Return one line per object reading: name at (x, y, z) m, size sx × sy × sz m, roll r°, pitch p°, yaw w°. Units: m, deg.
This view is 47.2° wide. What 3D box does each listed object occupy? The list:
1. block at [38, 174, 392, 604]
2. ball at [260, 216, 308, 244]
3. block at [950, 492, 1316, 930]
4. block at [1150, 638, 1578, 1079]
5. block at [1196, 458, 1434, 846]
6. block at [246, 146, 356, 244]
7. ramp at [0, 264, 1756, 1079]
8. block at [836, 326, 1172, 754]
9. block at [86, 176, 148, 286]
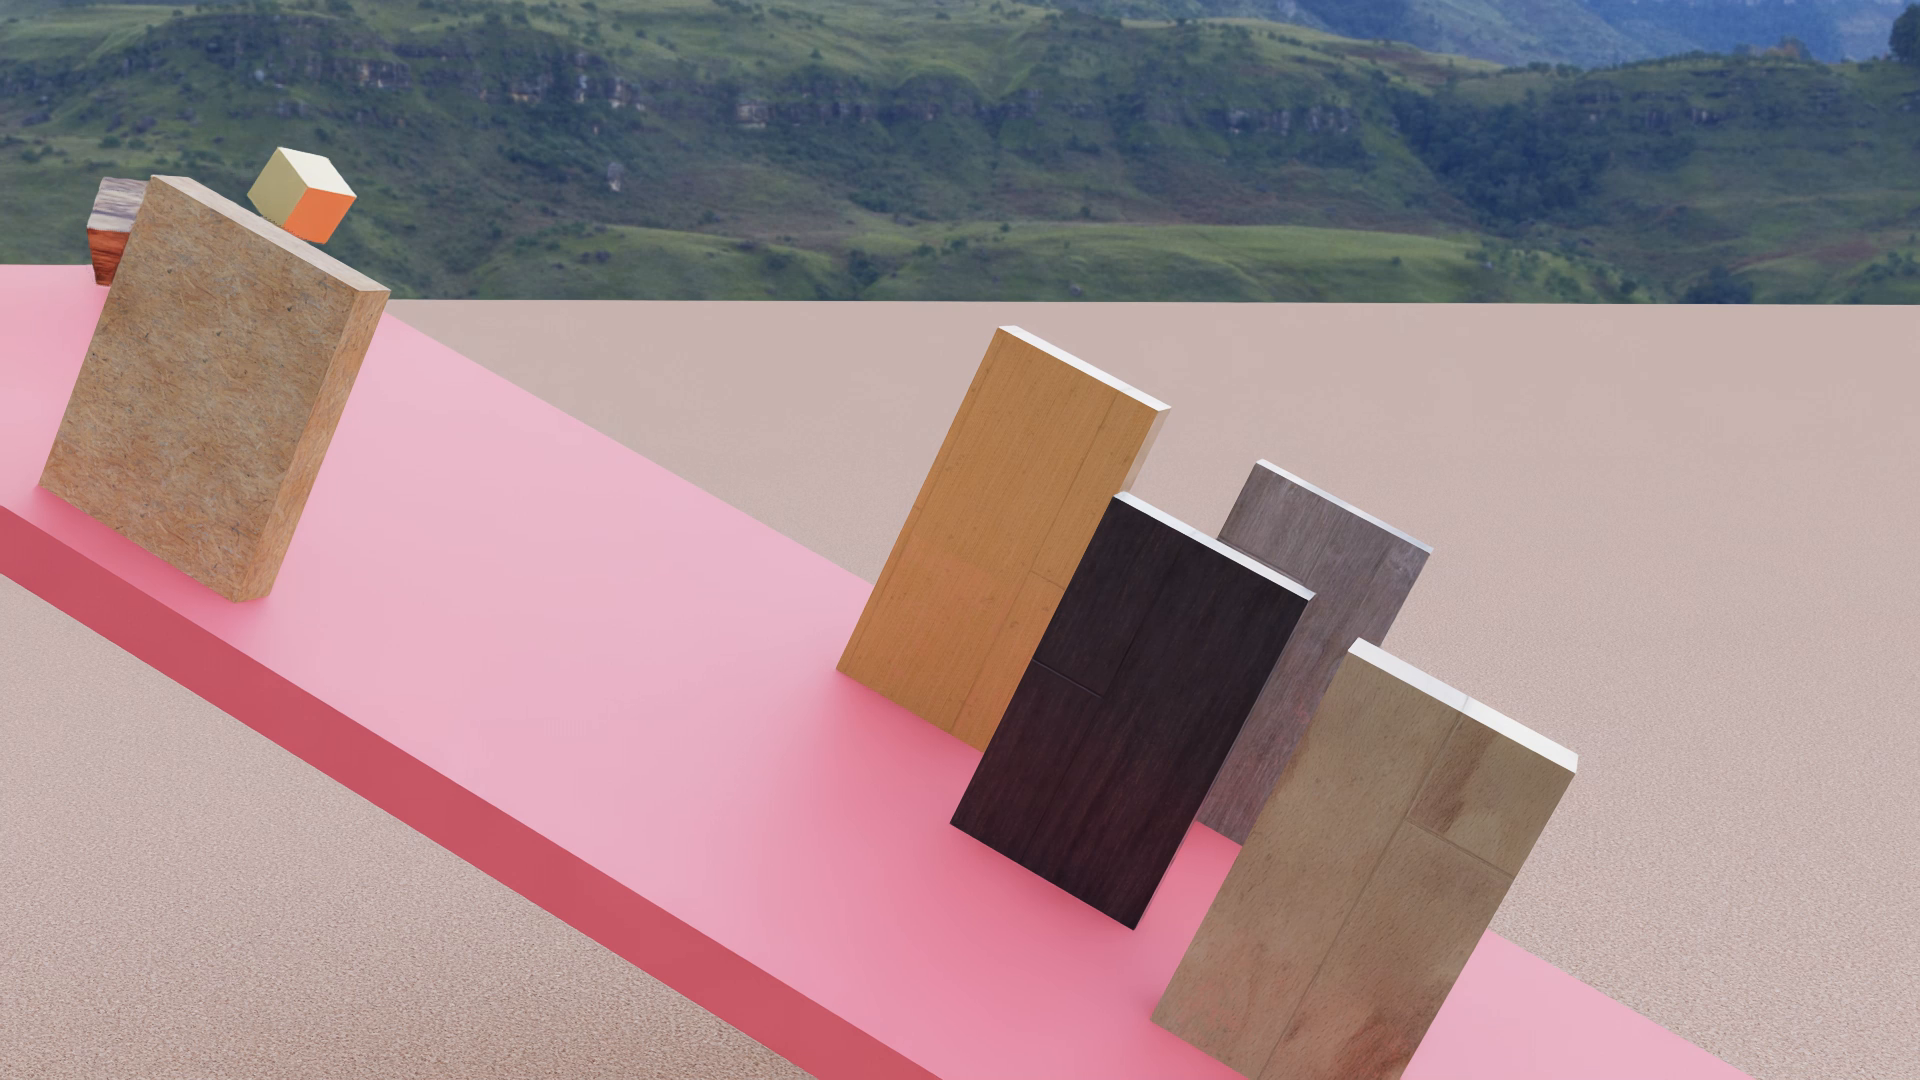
block at (-1.194, -0.241, 3.509) m, size 0.406 × 0.550 × 0.092 m, roll 29°, pitch 14°, yaw 12°
ball at (-1.430, -0.590, 4.555) m, size 0.164 × 0.164 × 0.164 m, roll 0°, pitch 7°, yaw 0°
block at (0.300, 0.303, 3.905) m, size 0.383 × 0.675 × 0.087 m, roll 29°, pitch 14°, yaw 12°
block at (0.640, 0.560, 3.521) m, size 0.386 × 0.696 × 0.135 m, roll 29°, pitch 14°, yaw 12°
block at (0.634, 0.249, 4.589) m, size 0.396 × 0.731 × 0.086 m, roll 29°, pitch 14°, yaw 12°
block at (-1.351, -0.706, 4.513) m, size 0.128 × 0.128 × 0.128 m, roll 50°, pitch 22°, yaw 23°
ramp at (-0.246, 0.414, 4.160) m, size 4.000 × 0.100 × 2.000 m, roll 29°, pitch 14°, yaw 12°
block at (0.082, 0.000, 4.422) m, size 0.359 × 0.778 × 0.124 m, roll 29°, pitch 14°, yaw 12°
block at (-1.735, -0.645, 4.649) m, size 0.161 × 0.161 × 0.161 m, roll 5°, pitch 50°, yaw -9°
